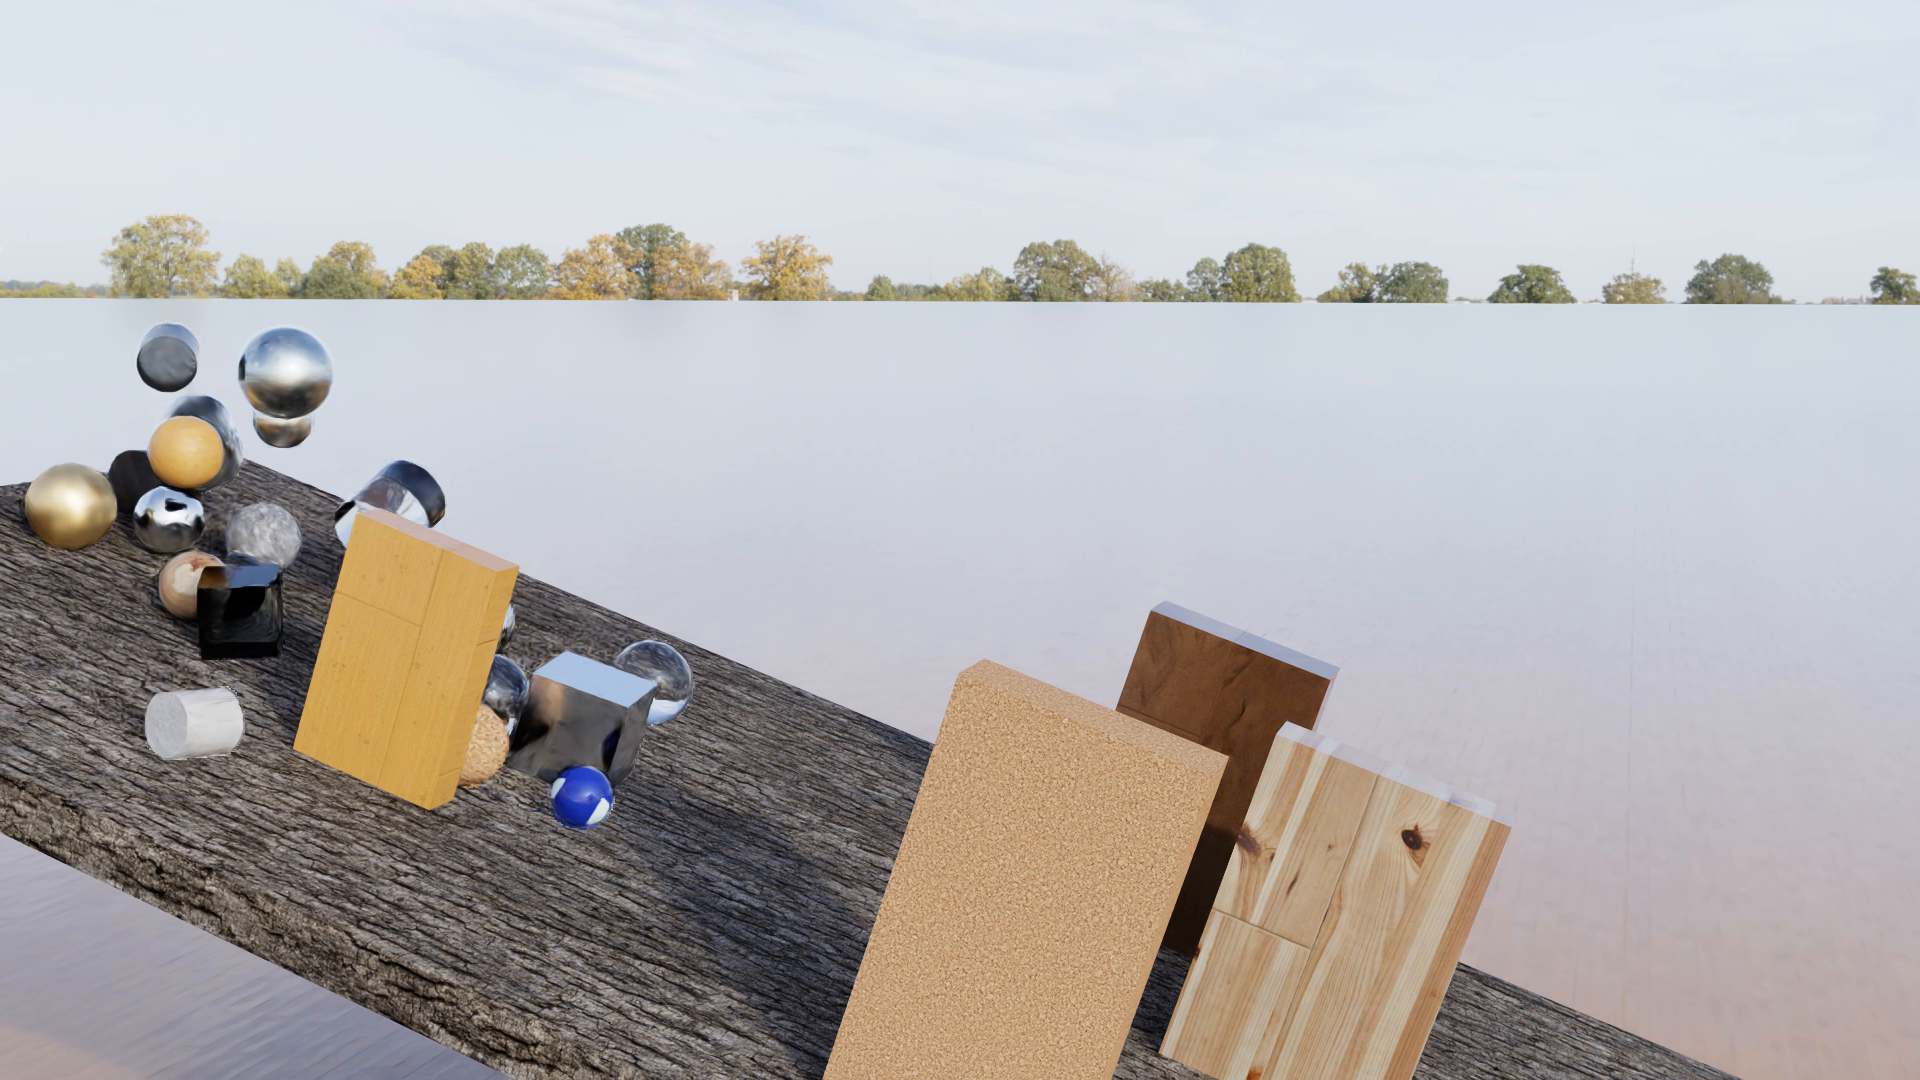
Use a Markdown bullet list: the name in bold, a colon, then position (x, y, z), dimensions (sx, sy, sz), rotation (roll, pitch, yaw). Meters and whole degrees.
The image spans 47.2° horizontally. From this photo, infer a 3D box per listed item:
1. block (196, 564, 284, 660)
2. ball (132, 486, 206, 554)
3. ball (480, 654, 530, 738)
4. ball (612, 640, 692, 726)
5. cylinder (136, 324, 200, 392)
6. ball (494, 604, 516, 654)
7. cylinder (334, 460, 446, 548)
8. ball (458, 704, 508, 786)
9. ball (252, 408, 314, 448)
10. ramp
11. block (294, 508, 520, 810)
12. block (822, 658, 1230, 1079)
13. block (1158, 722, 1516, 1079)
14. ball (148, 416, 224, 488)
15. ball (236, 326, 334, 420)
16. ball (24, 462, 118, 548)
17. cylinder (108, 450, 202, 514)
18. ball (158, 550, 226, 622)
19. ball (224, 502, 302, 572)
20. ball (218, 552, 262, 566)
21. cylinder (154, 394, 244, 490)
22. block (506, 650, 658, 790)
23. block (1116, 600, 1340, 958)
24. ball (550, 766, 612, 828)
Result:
- **block**: position (-1.398, 0.139, 4.277), dimensions (0.143, 0.143, 0.143), rotation (-2, 17, -12)
- **ball**: position (-1.699, -0.044, 4.725), dimensions (0.147, 0.147, 0.147), rotation (0, 7, 0)
- **ball**: position (-0.911, 0.304, 4.220), dimensions (0.177, 0.177, 0.177), rotation (0, 7, 0)
- **ball**: position (-0.655, 0.302, 4.647), dimensions (0.178, 0.178, 0.178), rotation (0, 7, 0)
- **cylinder**: position (-1.637, -0.378, 4.548), dimensions (0.117, 0.117, 0.117), rotation (-2, 19, -16)
- **ball**: position (-1.029, 0.179, 4.664), dimensions (0.169, 0.169, 0.169), rotation (0, 7, 0)
- **cylinder**: position (-1.200, -0.055, 4.634), dimensions (0.165, 0.165, 0.165), rotation (3, 34, 24)
- **ball**: position (-0.903, 0.372, 4.021), dimensions (0.154, 0.154, 0.154), rotation (0, 7, 0)
- **ball**: position (-1.432, -0.256, 4.655), dimensions (0.125, 0.125, 0.125), rotation (0, 7, 0)
- **ramp**: position (-0.348, 0.648, 4.220), dimensions (4.000, 0.100, 2.000), rotation (21, 12, 14)
- **block**: position (-0.985, 0.210, 3.903), dimensions (0.288, 0.454, 0.082), rotation (21, 12, 14)
- **block**: position (0.089, 0.577, 3.273), dimensions (0.394, 0.693, 0.134), rotation (21, 12, 14)
- **block**: position (0.648, 0.683, 3.811), dimensions (0.415, 0.616, 0.115), rotation (21, 12, 14)
- **ball**: position (-1.604, -0.182, 4.557), dimensions (0.151, 0.151, 0.151), rotation (0, 7, 0)
- **ball**: position (-1.389, -0.344, 4.530), dimensions (0.191, 0.191, 0.191), rotation (0, 7, 0)
- **ball**: position (-1.842, -0.071, 4.557), dimensions (0.179, 0.179, 0.179), rotation (0, 7, 0)
- **cylinder**: position (-1.813, -0.133, 4.959), dimensions (0.144, 0.144, 0.144), rotation (3, 4, 23)
- **ball**: position (-1.523, 0.092, 4.381), dimensions (0.141, 0.141, 0.141), rotation (0, 7, 0)
- **ball**: position (-1.514, -0.001, 4.776), dimensions (0.160, 0.160, 0.160), rotation (0, 7, 0)
- **ball**: position (-1.484, 0.087, 4.508), dimensions (0.125, 0.125, 0.125), rotation (0, 7, 0)
- **cylinder**: position (-1.675, -0.215, 4.839), dimensions (0.167, 0.167, 0.167), rotation (-1, -15, -11)
- **block**: position (-0.729, 0.357, 4.252), dimensions (0.194, 0.194, 0.194), rotation (19, 12, 5)
- **block**: position (0.466, 0.487, 4.392), dimensions (0.373, 0.628, 0.138), rotation (21, 12, 14)
- **ball**: position (-0.690, 0.467, 4.009), dimensions (0.113, 0.113, 0.113), rotation (0, 7, 0)
